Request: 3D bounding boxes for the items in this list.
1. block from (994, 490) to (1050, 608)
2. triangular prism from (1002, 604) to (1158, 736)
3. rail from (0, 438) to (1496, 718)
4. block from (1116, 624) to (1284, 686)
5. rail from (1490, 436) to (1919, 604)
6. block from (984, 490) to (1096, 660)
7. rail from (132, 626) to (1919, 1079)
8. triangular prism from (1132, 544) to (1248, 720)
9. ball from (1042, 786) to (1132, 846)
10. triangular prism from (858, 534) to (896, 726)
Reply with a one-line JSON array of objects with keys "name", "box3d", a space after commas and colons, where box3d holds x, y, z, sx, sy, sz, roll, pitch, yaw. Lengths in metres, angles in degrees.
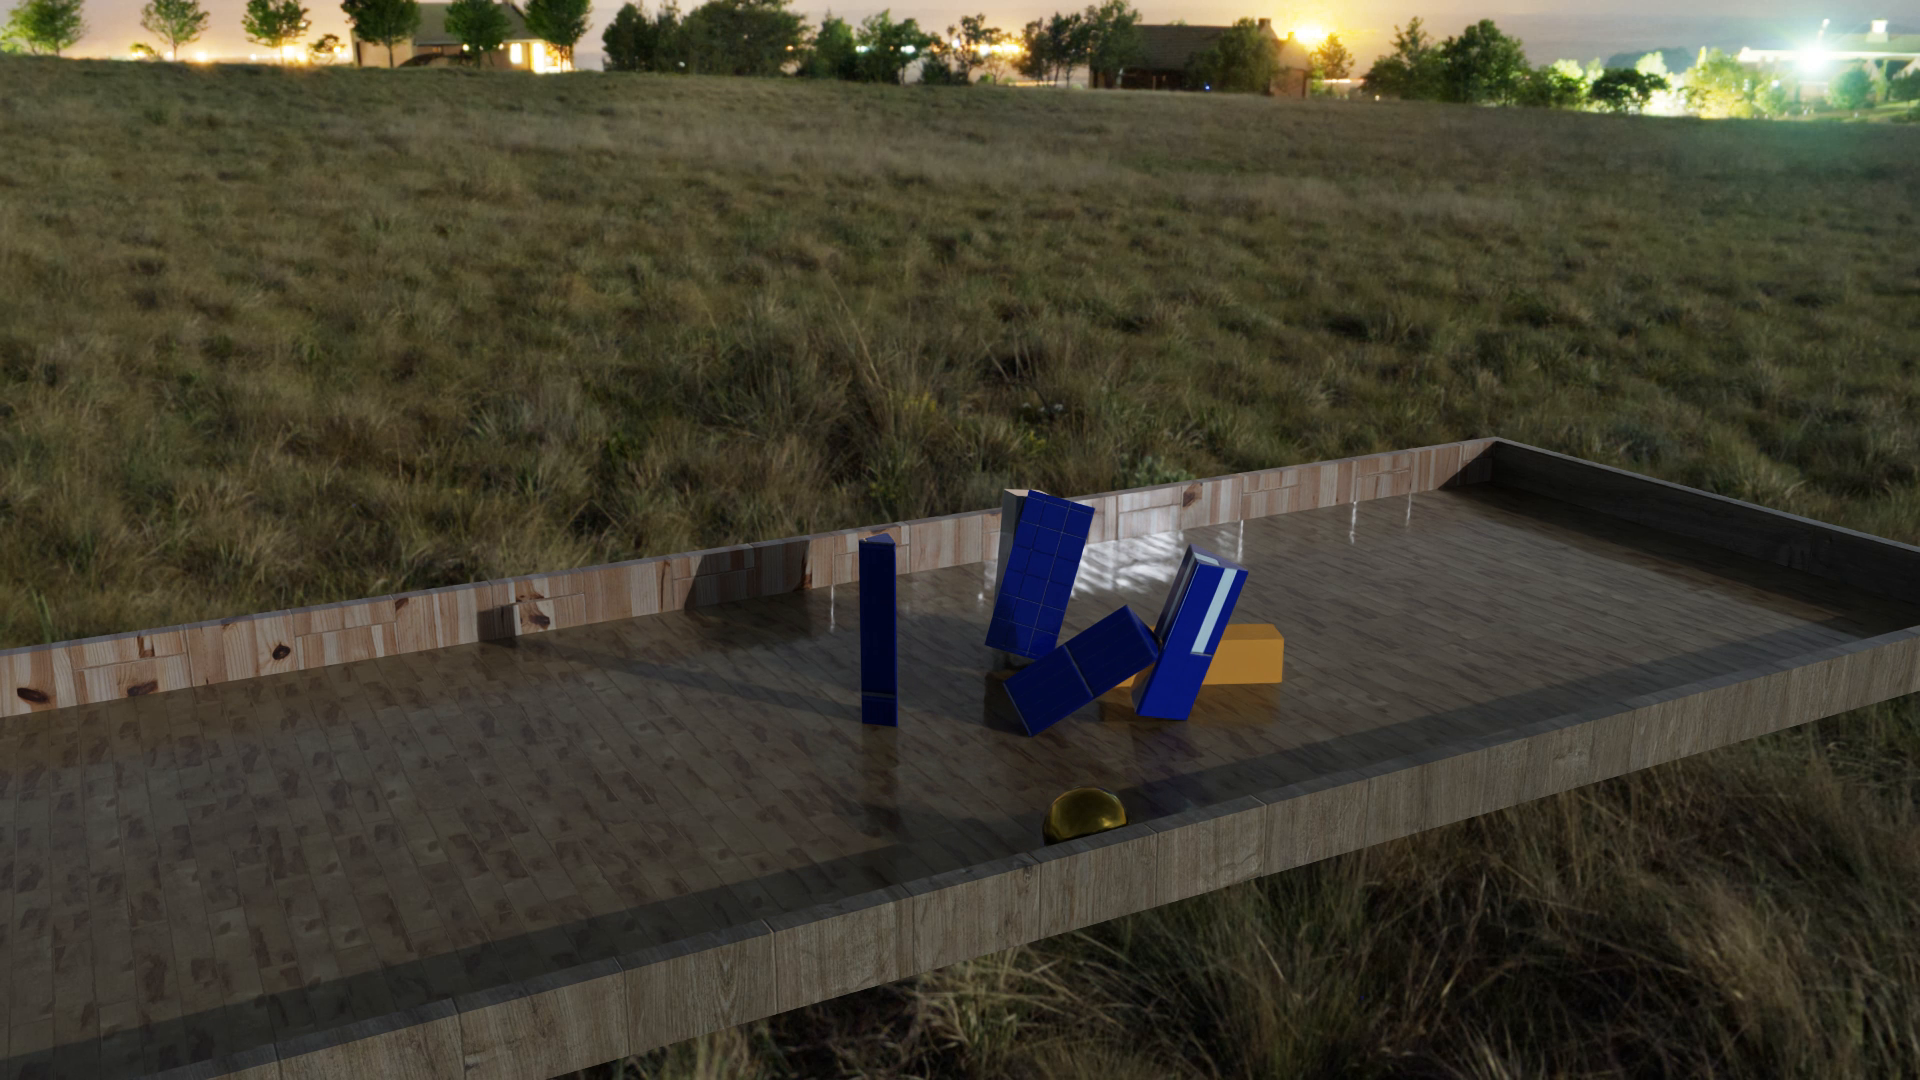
[{"name": "block", "box3d": [0.165, 0.068, 4.400, 0.102, 0.393, 0.102, 1, 11, -19]}, {"name": "triangular prism", "box3d": [0.275, 0.290, 3.817, 0.348, 0.126, 0.146, -33, 10, 15]}, {"name": "rail", "box3d": [-3.305, 0.497, 3.399, 12.000, 0.150, 0.050, -9, 18, -27]}, {"name": "block", "box3d": [0.581, 0.290, 4.162, 0.445, 0.116, 0.116, -1, 16, -4]}, {"name": "rail", "box3d": [2.466, -0.048, 5.253, 0.050, 0.150, 2.100, -9, 18, -27]}, {"name": "block", "box3d": [0.203, 0.092, 4.214, 0.172, 0.406, 0.172, 16, 1, 2]}, {"name": "rail", "box3d": [-2.336, 1.006, 1.665, 12.000, 0.150, 0.050, -9, 18, -27]}, {"name": "triangular prism", "box3d": [0.507, 0.211, 3.865, 0.154, 0.392, 0.133, 9, 19, -33]}, {"name": "ball", "box3d": [0.244, 0.556, 3.157, 0.172, 0.172, 0.172, 0, 16, 0]}, {"name": "triangular prism", "box3d": [-0.180, 0.209, 3.849, 0.087, 0.448, 0.075, 5, 17, 15]}]
